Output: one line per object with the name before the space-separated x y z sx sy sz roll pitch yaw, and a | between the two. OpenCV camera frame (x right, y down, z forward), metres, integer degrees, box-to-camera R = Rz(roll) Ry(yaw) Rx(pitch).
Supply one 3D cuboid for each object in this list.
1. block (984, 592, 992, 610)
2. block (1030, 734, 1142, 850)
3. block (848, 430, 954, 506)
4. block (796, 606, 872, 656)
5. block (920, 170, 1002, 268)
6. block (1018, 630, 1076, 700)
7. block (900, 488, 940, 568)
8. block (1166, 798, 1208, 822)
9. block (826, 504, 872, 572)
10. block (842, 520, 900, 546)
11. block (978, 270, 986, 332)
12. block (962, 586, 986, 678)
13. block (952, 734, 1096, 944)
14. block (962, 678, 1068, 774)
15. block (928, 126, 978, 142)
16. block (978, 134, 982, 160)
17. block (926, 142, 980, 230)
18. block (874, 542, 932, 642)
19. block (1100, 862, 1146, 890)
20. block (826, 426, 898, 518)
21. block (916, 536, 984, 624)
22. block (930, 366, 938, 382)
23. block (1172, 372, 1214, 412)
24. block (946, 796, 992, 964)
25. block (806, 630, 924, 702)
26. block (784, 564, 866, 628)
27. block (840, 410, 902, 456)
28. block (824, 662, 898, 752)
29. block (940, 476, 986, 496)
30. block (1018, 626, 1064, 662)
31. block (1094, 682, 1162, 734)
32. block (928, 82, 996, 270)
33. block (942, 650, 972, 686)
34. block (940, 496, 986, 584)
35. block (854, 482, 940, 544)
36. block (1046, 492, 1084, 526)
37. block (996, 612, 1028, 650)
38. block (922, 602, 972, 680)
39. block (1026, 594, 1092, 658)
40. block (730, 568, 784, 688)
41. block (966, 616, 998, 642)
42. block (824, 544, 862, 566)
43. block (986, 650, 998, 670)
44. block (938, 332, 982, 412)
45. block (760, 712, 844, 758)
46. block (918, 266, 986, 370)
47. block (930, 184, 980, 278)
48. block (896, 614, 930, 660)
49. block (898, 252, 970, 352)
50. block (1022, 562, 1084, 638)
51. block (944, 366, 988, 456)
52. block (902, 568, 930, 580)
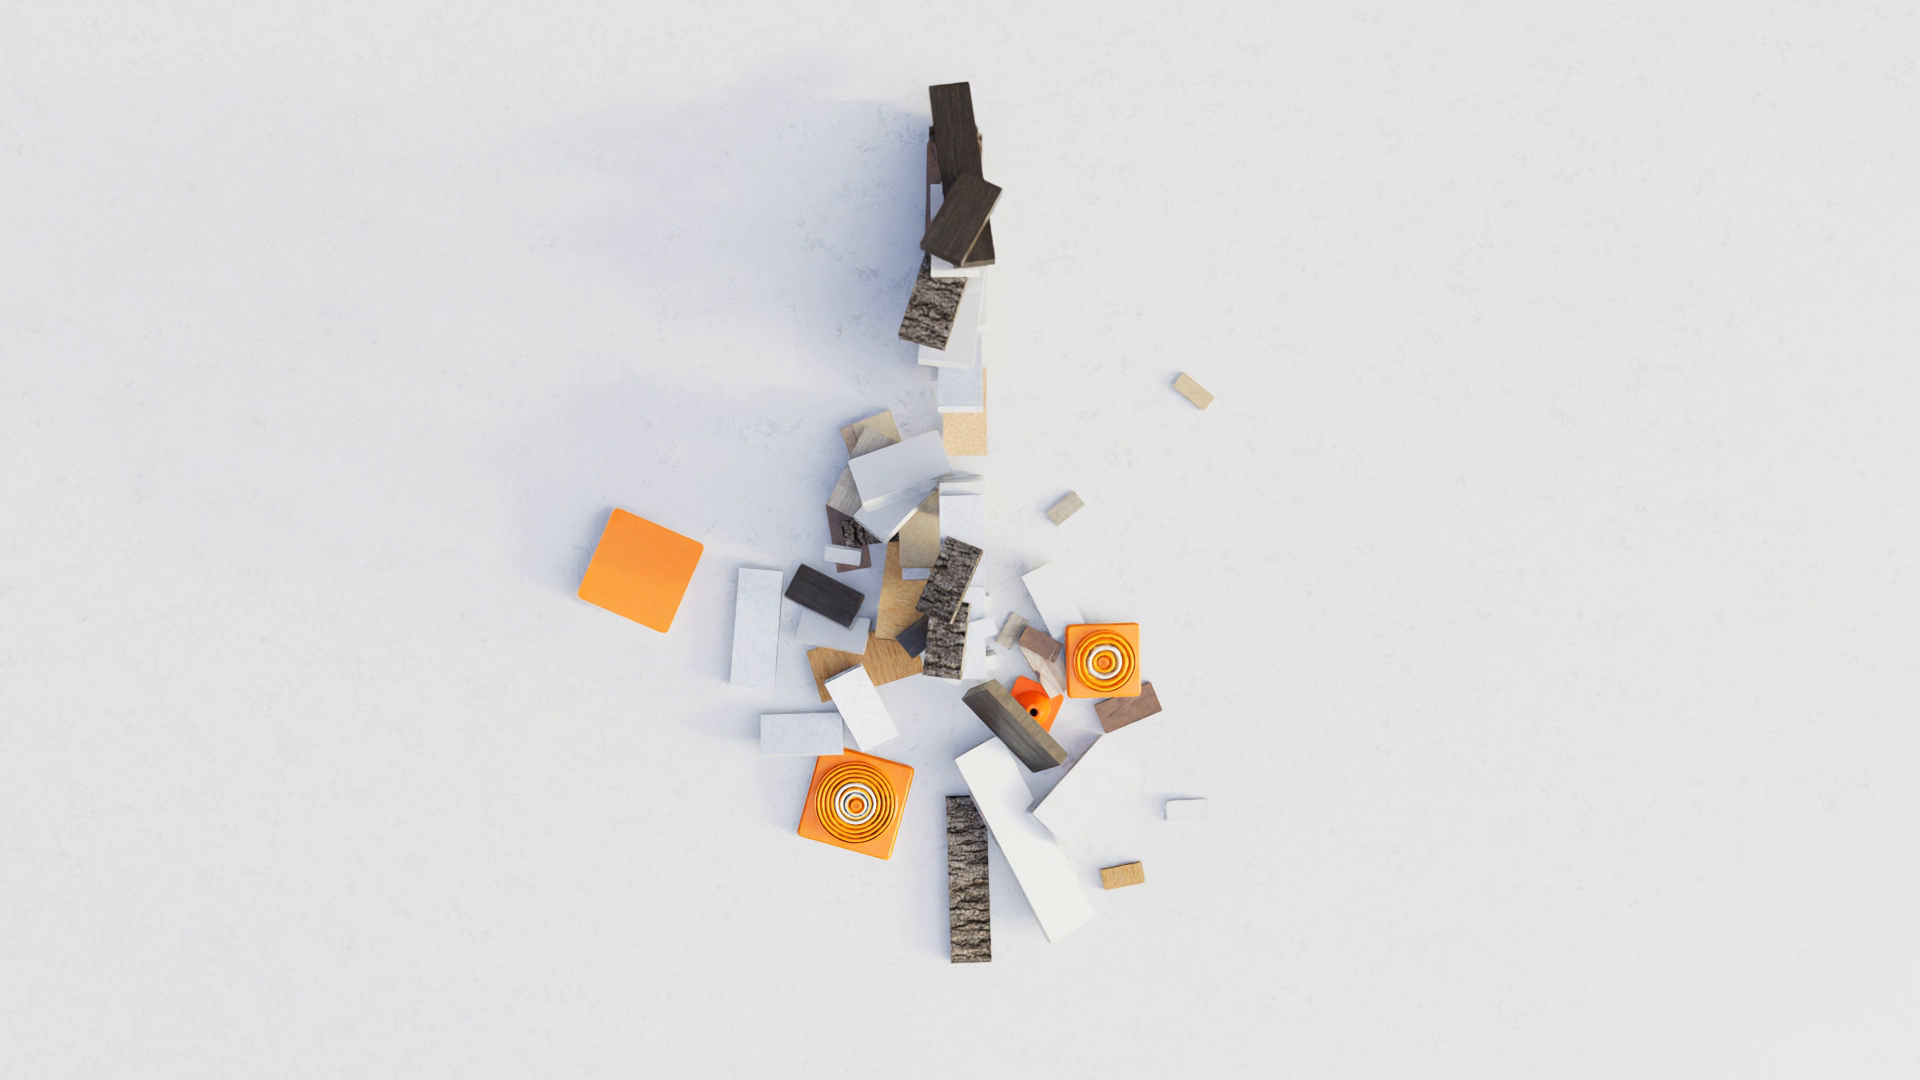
block | 0.029 0.207 5.356 0.144 0.288 0.041 -11 91 0
block | 0.416 0.831 5.447 0.175 0.050 0.351 43 81 -1
block | -0.193 -0.234 5.363 0.308 0.044 0.154 -20 72 -2
block | -0.416 0.300 5.447 0.230 0.033 0.115 10 72 10
block | 0.005 -1.014 5.201 0.145 0.041 0.290 26 74 8
block | 0.291 0.414 5.474 0.102 0.029 0.204 -30 86 -6
block | -0.132 -0.043 5.408 0.134 0.038 0.268 -1 80 0
block | 0.756 0.899 5.490 0.138 0.020 0.069 -3 90 0
block | -0.369 -0.013 5.484 0.115 0.033 0.230 -10 90 0
block | -0.293 -0.029 5.411 0.181 0.026 0.090 -6 130 3
block | 0.000 -0.854 5.384 0.175 0.050 0.351 0 75 0
block | 0.007 0.291 5.191 0.144 0.041 0.288 -1 90 0
block | 0.209 0.984 5.450 0.176 0.050 0.680 -28 90 -18
block | 0.178 0.609 5.384 0.351 0.176 0.050 46 58 -9
block | -0.021 -1.193 5.431 0.163 0.046 0.326 0 90 0
block | -0.006 -1.019 5.477 0.163 0.046 0.654 0 90 0
block | -0.023 -1.114 5.369 0.175 0.050 0.351 1 85 0
block | -0.169 0.160 5.444 0.177 0.050 0.354 7 80 0
block | 0.542 1.118 5.490 0.138 0.020 0.069 -11 90 0
block | -0.309 -0.213 5.429 0.145 0.041 0.290 27 90 0
block | -0.032 0.125 5.128 0.121 0.034 0.250 21 80 15
block | -0.017 -0.683 5.431 0.163 0.046 0.326 0 90 0
block | 0.777 -0.494 5.492 0.133 0.017 0.059 39 90 0
block | 0.029 1.127 5.481 0.135 0.038 0.548 -2 90 0
block | -0.313 0.403 5.475 0.354 0.050 0.177 -17 90 0
block | -0.446 0.185 5.447 0.241 0.034 0.121 26 82 14
block | -0.252 -0.233 5.475 0.177 0.050 0.354 -21 90 0
block | -0.324 0.554 5.444 0.135 0.038 0.270 -27 105 3
block | 0.007 -0.175 5.355 0.144 0.287 0.041 -2 96 0
block | 0.267 0.344 5.456 0.138 0.020 0.069 28 83 0
block | 0.559 0.558 5.486 0.204 0.029 0.102 -23 90 0
block | 0.004 -1.175 5.293 0.134 0.038 0.648 -7 72 -2
block | -0.010 0.394 5.163 0.058 0.016 0.116 23 90 0
block | 0.007 0.001 5.200 0.140 0.040 0.280 -1 90 0
block | -0.206 -0.127 5.372 0.134 0.038 0.268 39 76 18
block | 0.352 -0.104 5.492 0.118 0.017 0.059 -38 90 0
block | 0.173 0.303 5.492 0.058 0.016 0.116 31 90 0
block | -0.041 0.308 5.141 0.121 0.034 0.241 7 88 12
block | 0.330 0.262 5.486 0.102 0.029 0.250 -34 90 0
block | -0.674 0.292 5.479 0.145 0.041 0.389 4 90 0
block | 0.055 0.281 5.163 0.116 0.016 0.058 -15 90 0
block | -0.386 0.049 5.443 0.118 0.017 0.059 9 126 0
block | 0.047 0.396 5.356 0.144 0.288 0.041 -10 90 0
block | 0.000 -0.551 5.334 0.144 0.041 0.287 -1 68 0
block | -0.523 0.645 5.460 0.270 0.038 0.135 -2 72 0
block | -0.025 -0.732 5.301 0.175 0.050 0.359 6 75 2
block | -0.016 -0.992 5.278 0.154 0.044 0.308 -1 72 0
block | -0.112 0.298 5.381 0.181 0.026 0.090 -38 83 -7
block | -0.077 -0.769 5.263 0.154 0.044 0.308 16 76 4
block | 0.307 0.197 5.455 0.115 0.033 0.230 -27 90 0
block | 0.017 -0.421 5.404 0.144 0.041 0.287 -1 100 0
block | -0.145 0.041 5.427 0.090 0.026 0.181 -2 80 -2
